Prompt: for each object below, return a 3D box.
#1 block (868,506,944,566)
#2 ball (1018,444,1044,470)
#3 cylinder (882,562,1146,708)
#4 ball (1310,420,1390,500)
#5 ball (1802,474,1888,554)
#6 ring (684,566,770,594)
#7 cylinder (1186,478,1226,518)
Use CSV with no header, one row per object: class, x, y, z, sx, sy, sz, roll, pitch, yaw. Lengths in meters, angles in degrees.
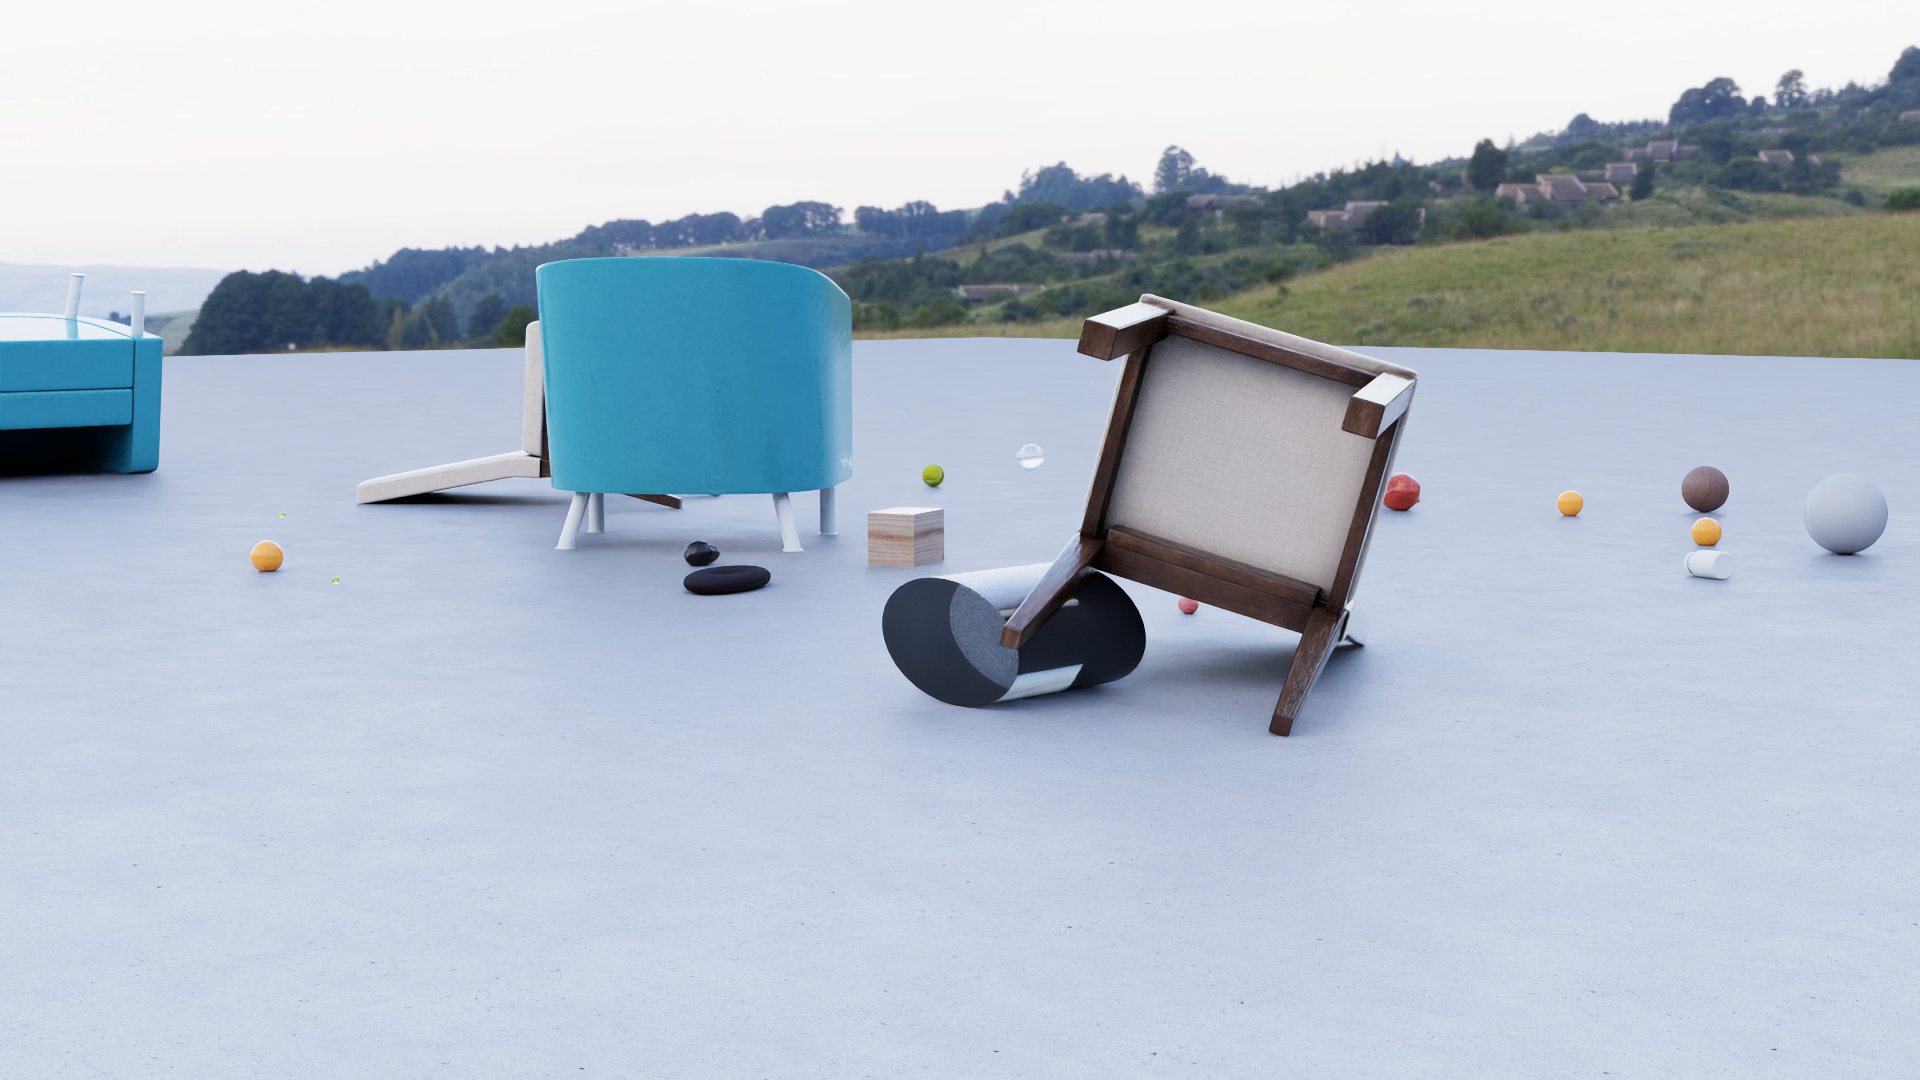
block,-0.124,-0.008,5.910,0.116,0.119,0.162,3,6,25
ball,0.242,-0.283,8.746,0.085,0.085,0.085,0,6,0
cylinder,0.086,0.145,4.053,0.289,0.191,0.308,19,17,40
ball,1.148,-0.236,7.557,0.234,0.234,0.234,0,6,0
ball,2.099,-0.062,6.084,0.191,0.191,0.191,0,6,0
ring,-0.491,0.083,5.417,0.152,0.040,0.285,3,6,21
cylinder,0.670,-0.116,7.008,0.084,0.106,0.154,-1,-7,-5
